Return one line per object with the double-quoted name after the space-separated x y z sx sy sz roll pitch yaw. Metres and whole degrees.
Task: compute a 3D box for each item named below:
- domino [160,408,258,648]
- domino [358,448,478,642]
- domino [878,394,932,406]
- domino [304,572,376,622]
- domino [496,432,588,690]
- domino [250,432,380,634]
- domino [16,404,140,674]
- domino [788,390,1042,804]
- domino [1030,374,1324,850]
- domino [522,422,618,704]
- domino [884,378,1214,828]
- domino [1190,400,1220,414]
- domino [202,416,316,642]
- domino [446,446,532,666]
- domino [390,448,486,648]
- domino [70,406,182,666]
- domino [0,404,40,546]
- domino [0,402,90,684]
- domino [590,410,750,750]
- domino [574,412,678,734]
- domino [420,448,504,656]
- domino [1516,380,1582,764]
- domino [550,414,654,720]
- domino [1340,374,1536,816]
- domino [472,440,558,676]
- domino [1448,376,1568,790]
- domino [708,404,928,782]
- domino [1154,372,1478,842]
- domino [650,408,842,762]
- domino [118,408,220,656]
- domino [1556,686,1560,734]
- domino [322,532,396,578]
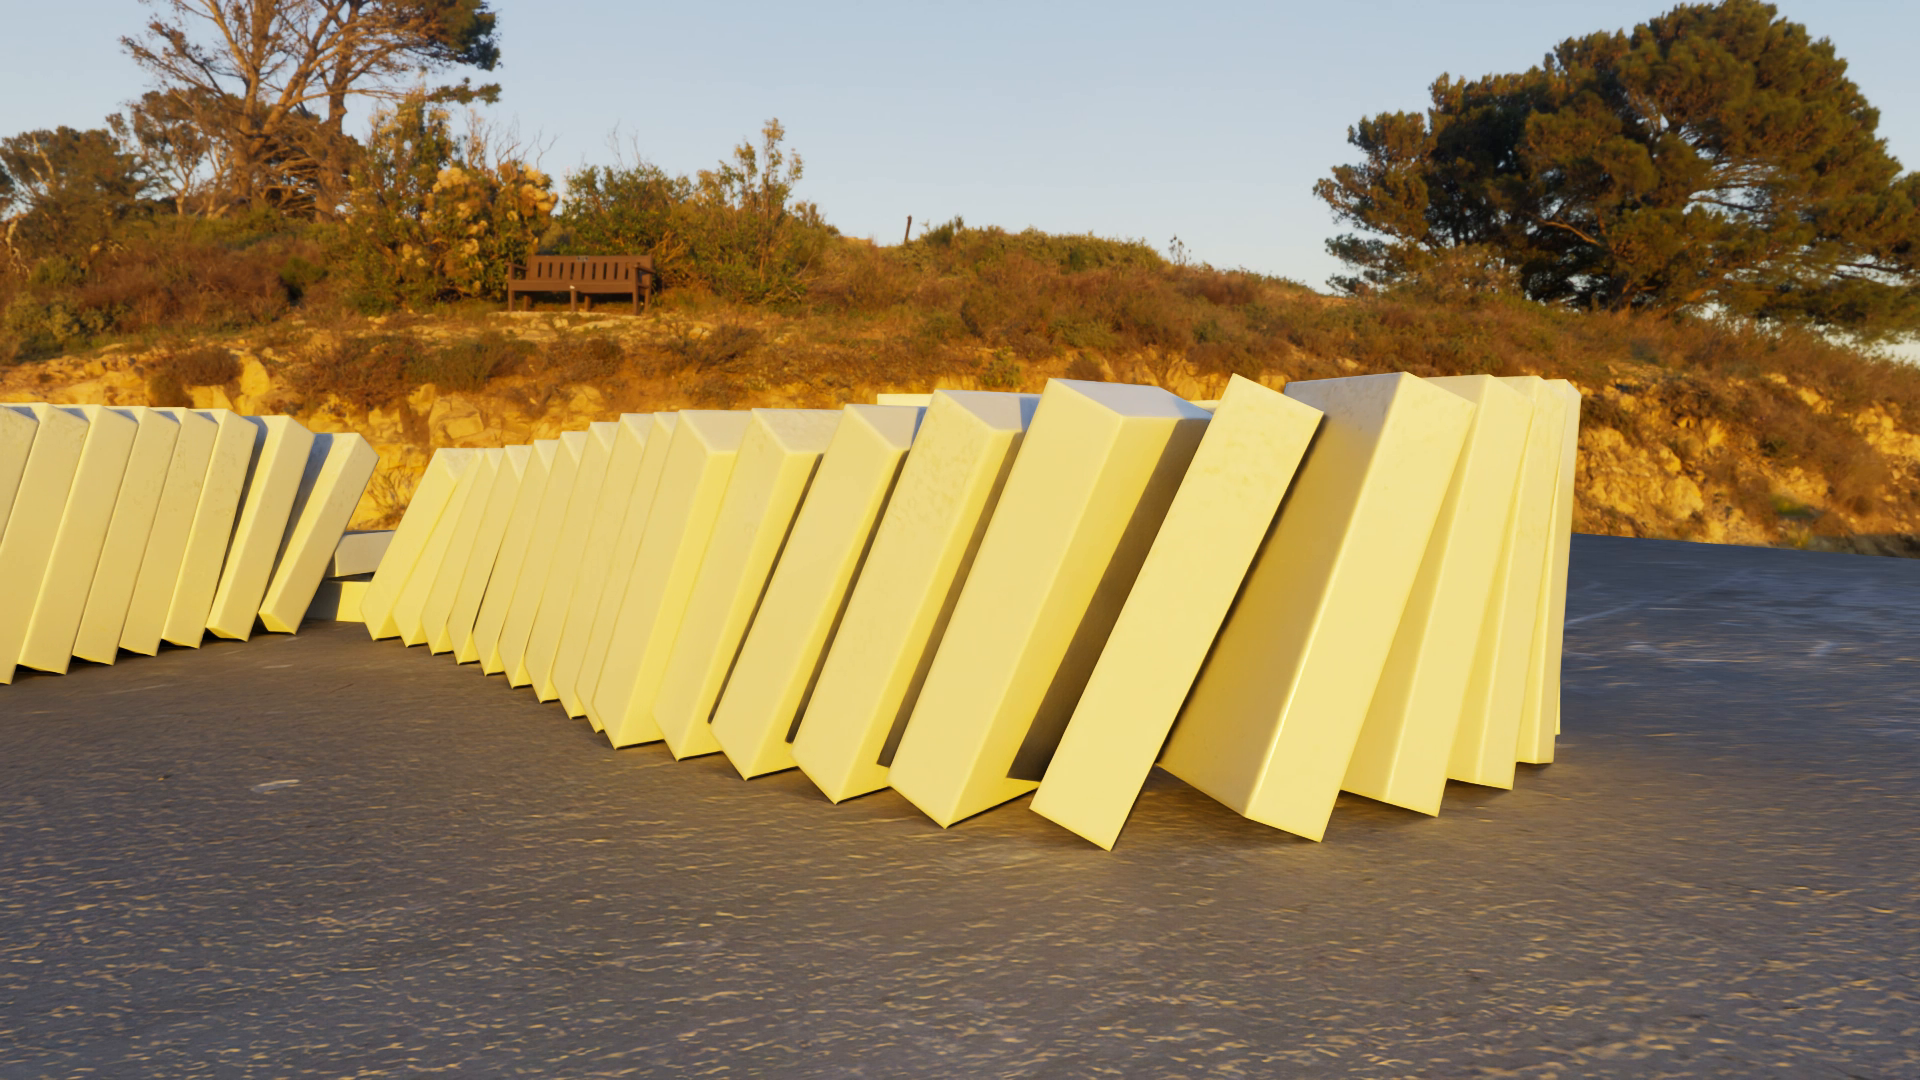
-0.169 -0.003 0.273 0.025 0.050 0.010 1 -17 13 "domino"
-0.107 0.001 0.275 0.025 0.009 0.050 -5 -38 -50 "domino"
0.000 0.002 0.201 0.025 0.050 0.010 0 4 0 "domino"
-0.142 0.013 0.332 0.025 0.010 0.050 1 5 18 "domino"
-0.060 0.004 0.219 0.025 0.050 0.010 -4 45 -39 "domino"
-0.158 -0.002 0.299 0.025 0.050 0.009 1 -34 12 "domino"
-0.176 -0.001 0.243 0.025 0.050 0.010 1 -17 14 "domino"
0.000 0.007 0.154 0.009 0.050 0.025 38 27 32 "domino"
0.025 0.007 0.142 0.010 0.050 0.025 26 11 12 "domino"
-0.052 0.004 0.208 0.025 0.050 0.010 -4 42 -39 "domino"
0.011 0.007 0.146 0.009 0.050 0.025 32 21 29 "domino"
0.047 0.000 0.239 0.009 0.050 0.025 0 4 21 "domino"
-0.164 -0.003 0.284 0.025 0.050 0.010 1 -23 13 "domino"
-0.078 0.003 0.242 0.025 0.050 0.009 -4 50 -39 "domino"
-0.096 0.002 0.266 0.025 0.010 0.050 -5 -37 -50 "domino"
-0.174 -0.001 0.253 0.025 0.050 0.009 1 -17 13 "domino"
-0.181 0.001 0.223 0.025 0.050 0.010 1 -17 14 "domino"
-0.179 0.000 0.233 0.025 0.050 0.009 1 -17 14 "domino"
-0.032 0.006 0.177 0.025 0.050 0.010 -4 40 -40 "domino"
-0.037 0.005 0.187 0.025 0.050 0.009 -4 40 -40 "domino"
-0.087 0.003 0.254 0.025 0.010 0.050 -4 -38 -42 "domino"
0.069 0.004 0.177 0.025 0.050 0.009 3 -5 37 "domino"
-0.044 0.004 0.197 0.025 0.050 0.010 -4 40 -40 "domino"
0.051 0.006 0.157 0.010 0.050 0.025 19 -7 -32 "domino"
-0.069 0.004 0.231 0.025 0.050 0.009 -3 48 -39 "domino"
0.061 0.005 0.167 0.009 0.050 0.025 16 -7 -42 "domino"
-0.011 0.007 0.163 0.025 0.050 0.010 -5 39 -46 "domino"
0.040 0.006 0.148 0.009 0.050 0.025 20 -1 -16 "domino"
-0.022 0.006 0.171 0.025 0.050 0.009 -4 40 -40 "domino"
-0.172 -0.002 0.263 0.025 0.050 0.009 1 -17 13 "domino"
0.074 0.003 0.191 0.025 0.050 0.009 1 -5 12 "domino"
-0.156 0.004 0.328 0.025 0.009 0.050 -6 2 8 "domino"
